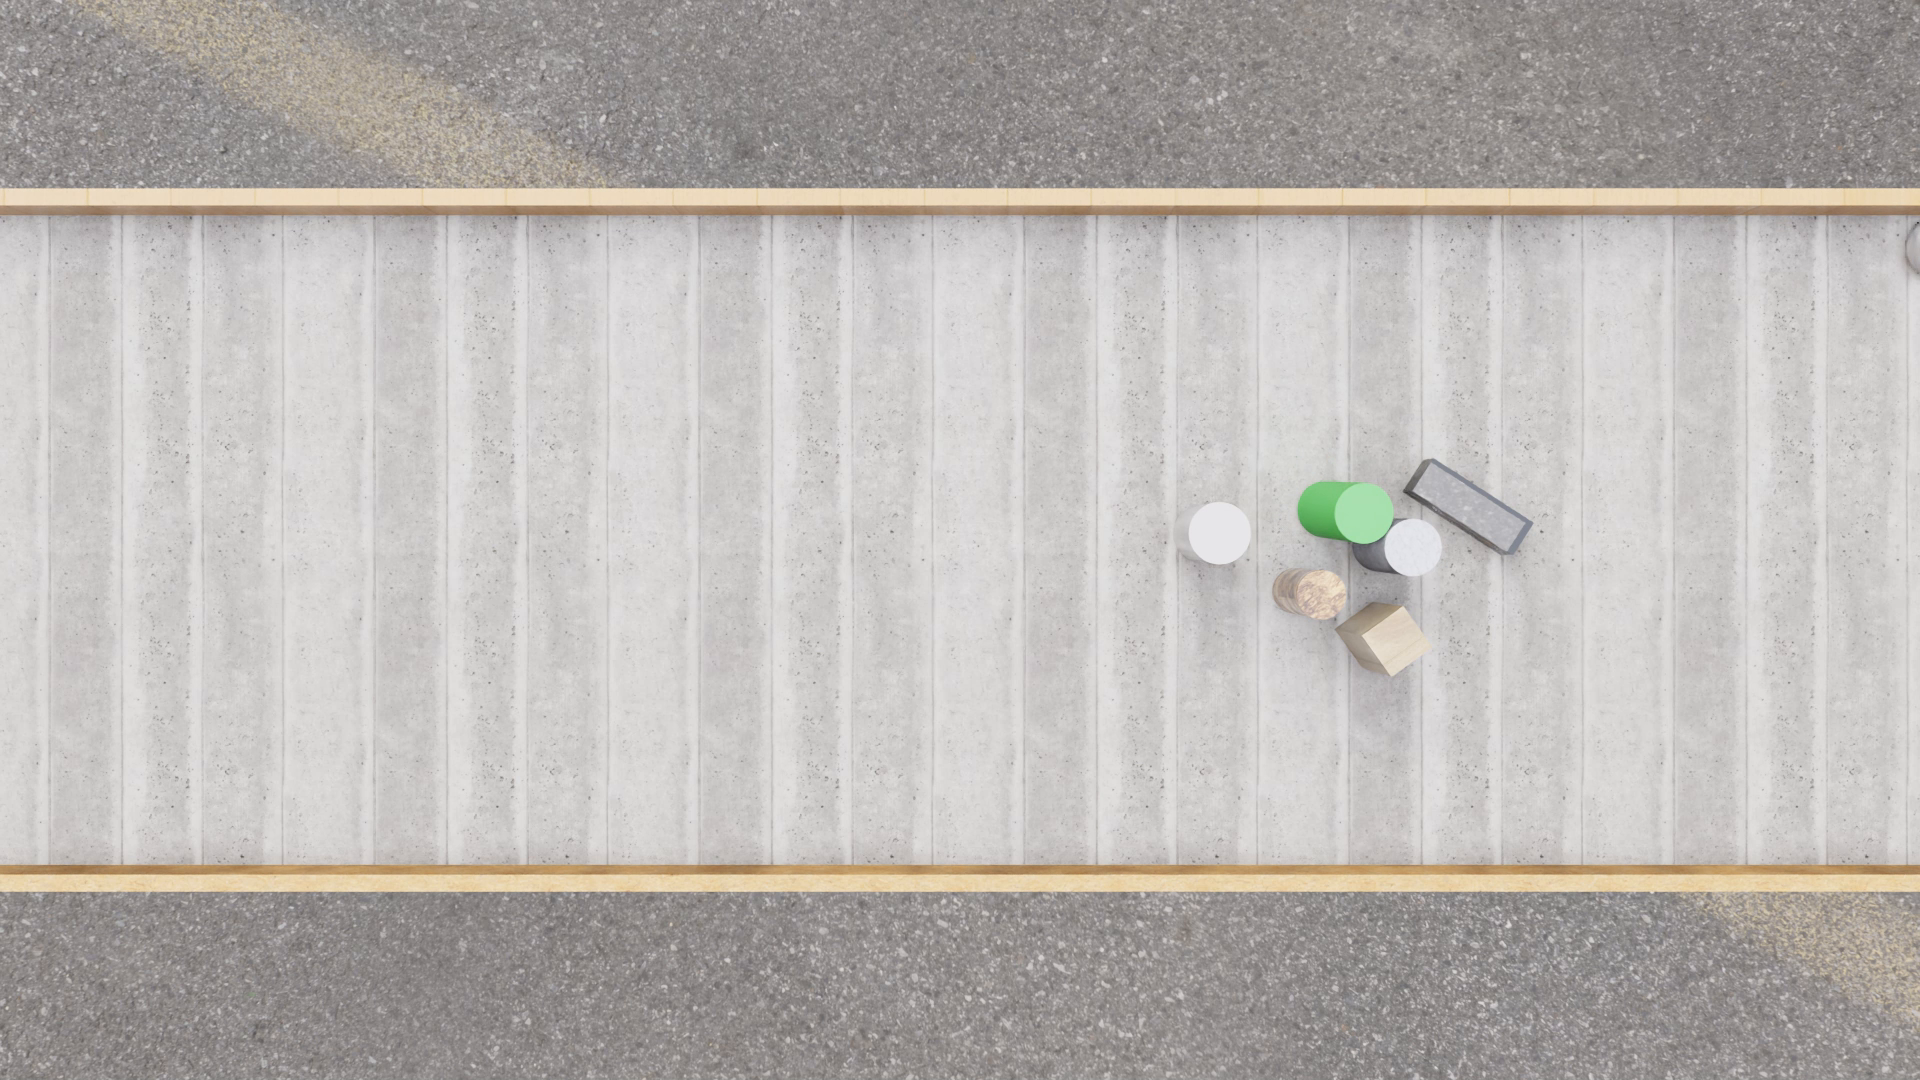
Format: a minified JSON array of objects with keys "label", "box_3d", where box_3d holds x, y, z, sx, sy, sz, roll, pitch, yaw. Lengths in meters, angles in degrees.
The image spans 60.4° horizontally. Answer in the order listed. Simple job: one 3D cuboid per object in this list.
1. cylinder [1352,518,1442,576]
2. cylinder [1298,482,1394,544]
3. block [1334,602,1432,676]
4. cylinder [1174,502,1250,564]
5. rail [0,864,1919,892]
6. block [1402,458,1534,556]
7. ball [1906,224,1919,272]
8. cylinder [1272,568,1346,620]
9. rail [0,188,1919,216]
[{"label":"cylinder","box_3d":[1.292,0.018,4.896,0.165,0.356,0.165,0,91,-1]},{"label":"cylinder","box_3d":[1.139,-0.085,4.895,0.174,0.346,0.174,0,93,-6]},{"label":"block","box_3d":[1.254,0.291,4.902,0.145,0.349,0.145,-36,90,0]},{"label":"cylinder","box_3d":[0.746,-0.020,4.905,0.179,0.343,0.179,0,90,0]},{"label":"rail","box_3d":[-2.247,1.025,5.001,12.000,0.150,0.050,0,90,0]},{"label":"block","box_3d":[1.544,-0.100,5.018,0.359,0.117,0.117,33,90,0]},{"label":"ball","box_3d":[2.967,-0.887,4.984,0.185,0.185,0.185,0,90,0]},{"label":"cylinder","box_3d":[1.031,0.156,4.890,0.140,0.374,0.140,0,90,0]},{"label":"rail","box_3d":[-2.247,-1.025,5.002,12.000,0.150,0.050,0,90,0]}]
